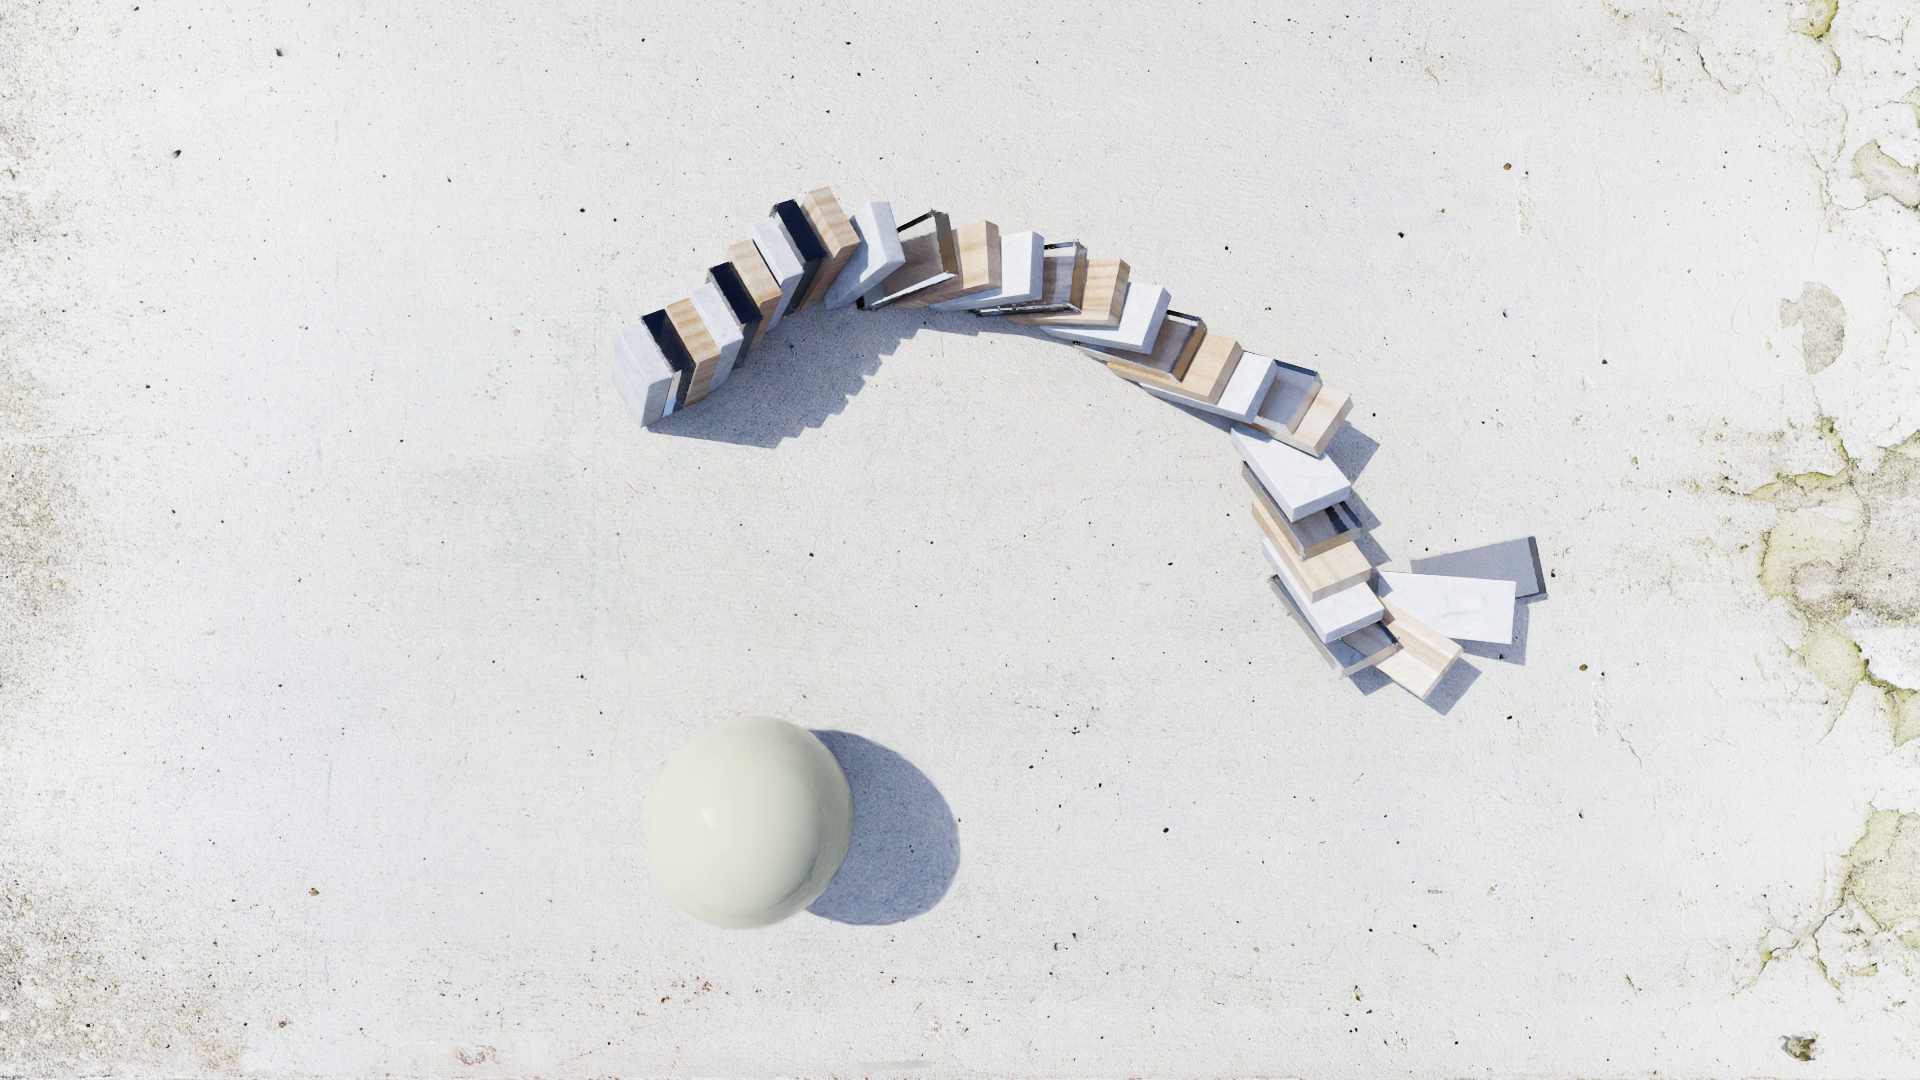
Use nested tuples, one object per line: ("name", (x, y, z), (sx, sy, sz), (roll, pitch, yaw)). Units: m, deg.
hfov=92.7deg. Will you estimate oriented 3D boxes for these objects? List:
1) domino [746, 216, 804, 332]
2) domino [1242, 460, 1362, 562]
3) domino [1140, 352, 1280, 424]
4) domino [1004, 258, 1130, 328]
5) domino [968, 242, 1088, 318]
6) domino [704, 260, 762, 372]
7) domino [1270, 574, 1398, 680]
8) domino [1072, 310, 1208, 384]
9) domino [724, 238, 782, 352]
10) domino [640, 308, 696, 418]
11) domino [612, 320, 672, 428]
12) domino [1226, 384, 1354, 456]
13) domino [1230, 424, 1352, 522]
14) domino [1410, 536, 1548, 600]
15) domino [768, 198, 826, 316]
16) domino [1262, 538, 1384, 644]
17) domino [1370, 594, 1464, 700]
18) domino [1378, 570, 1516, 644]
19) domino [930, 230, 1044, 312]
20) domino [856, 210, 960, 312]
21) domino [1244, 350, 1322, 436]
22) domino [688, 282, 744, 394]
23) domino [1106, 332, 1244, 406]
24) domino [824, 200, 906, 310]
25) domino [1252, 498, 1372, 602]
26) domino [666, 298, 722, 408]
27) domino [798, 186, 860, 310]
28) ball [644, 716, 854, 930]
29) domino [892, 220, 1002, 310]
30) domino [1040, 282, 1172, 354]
("domino", (-0.080, -0.107, 0.376), (0.009, 0.050, 0.025), (-30, 90, -28))
("domino", (0.141, -0.017, 0.381), (0.025, 0.010, 0.050), (-23, 54, 0))
("domino", (0.103, -0.068, 0.381), (0.050, 0.009, 0.025), (26, 89, 38))
("domino", (0.044, -0.103, 0.381), (0.050, 0.009, 0.025), (12, 90, 36))
("domino", (0.027, -0.108, 0.381), (0.050, 0.009, 0.025), (6, 90, 36))
("domino", (-0.096, -0.090, 0.376), (0.009, 0.050, 0.025), (-30, 90, -26))
("domino", (0.155, 0.031, 0.381), (0.025, 0.010, 0.050), (-27, 53, 0))
("domino", (0.074, -0.085, 0.381), (0.050, 0.010, 0.025), (27, 90, 36))
("domino", (-0.088, -0.098, 0.376), (0.010, 0.050, 0.025), (-30, 90, -26))
("domino", (-0.122, -0.071, 0.376), (0.009, 0.050, 0.025), (-30, 90, -26))
("domino", (-0.131, -0.067, 0.376), (0.009, 0.050, 0.025), (-30, 90, -26))
("domino", (0.133, -0.056, 0.381), (0.050, 0.010, 0.025), (35, 90, 38))
("domino", (0.136, -0.033, 0.381), (0.025, 0.009, 0.050), (-23, 52, 0))
("domino", (0.223, 0.016, 0.395), (0.050, 0.009, 0.025), (-12, 90, 0))
("domino", (-0.072, -0.114, 0.376), (0.009, 0.050, 0.025), (-30, 90, -28))
("domino", (0.150, 0.016, 0.381), (0.025, 0.010, 0.050), (-24, 53, 2))
("domino", (0.177, 0.041, 0.380), (0.050, 0.010, 0.025), (40, 96, 37))
("domino", (0.202, 0.027, 0.382), (0.050, 0.010, 0.025), (4, 93, 32))
("domino", (0.011, -0.111, 0.381), (0.050, 0.009, 0.025), (3, 90, 36))
("domino", (-0.024, -0.115, 0.380), (0.050, 0.010, 0.025), (-10, 90, 40))
("domino", (0.120, -0.064, 0.380), (0.050, 0.010, 0.025), (29, 87, 38))
("domino", (-0.103, -0.082, 0.376), (0.009, 0.050, 0.025), (-30, 90, -26))
("domino", (0.089, -0.075, 0.381), (0.050, 0.010, 0.025), (27, 90, 38))
("domino", (-0.043, -0.116, 0.377), (0.009, 0.050, 0.025), (-16, 90, -37))
("domino", (0.145, 0.000, 0.381), (0.025, 0.010, 0.050), (-23, 53, 2))
("domino", (-0.112, -0.076, 0.376), (0.010, 0.050, 0.025), (-30, 90, -26))
("domino", (-0.060, -0.119, 0.376), (0.010, 0.050, 0.025), (-30, 90, -32))
("ball", (-0.082, 0.110, 0.360), (0.080, 0.080, 0.080), (0, 90, 0))
("domino", (-0.007, -0.113, 0.381), (0.050, 0.009, 0.025), (-3, 90, 36))
("domino", (0.060, -0.095, 0.381), (0.050, 0.009, 0.025), (20, 90, 36))
